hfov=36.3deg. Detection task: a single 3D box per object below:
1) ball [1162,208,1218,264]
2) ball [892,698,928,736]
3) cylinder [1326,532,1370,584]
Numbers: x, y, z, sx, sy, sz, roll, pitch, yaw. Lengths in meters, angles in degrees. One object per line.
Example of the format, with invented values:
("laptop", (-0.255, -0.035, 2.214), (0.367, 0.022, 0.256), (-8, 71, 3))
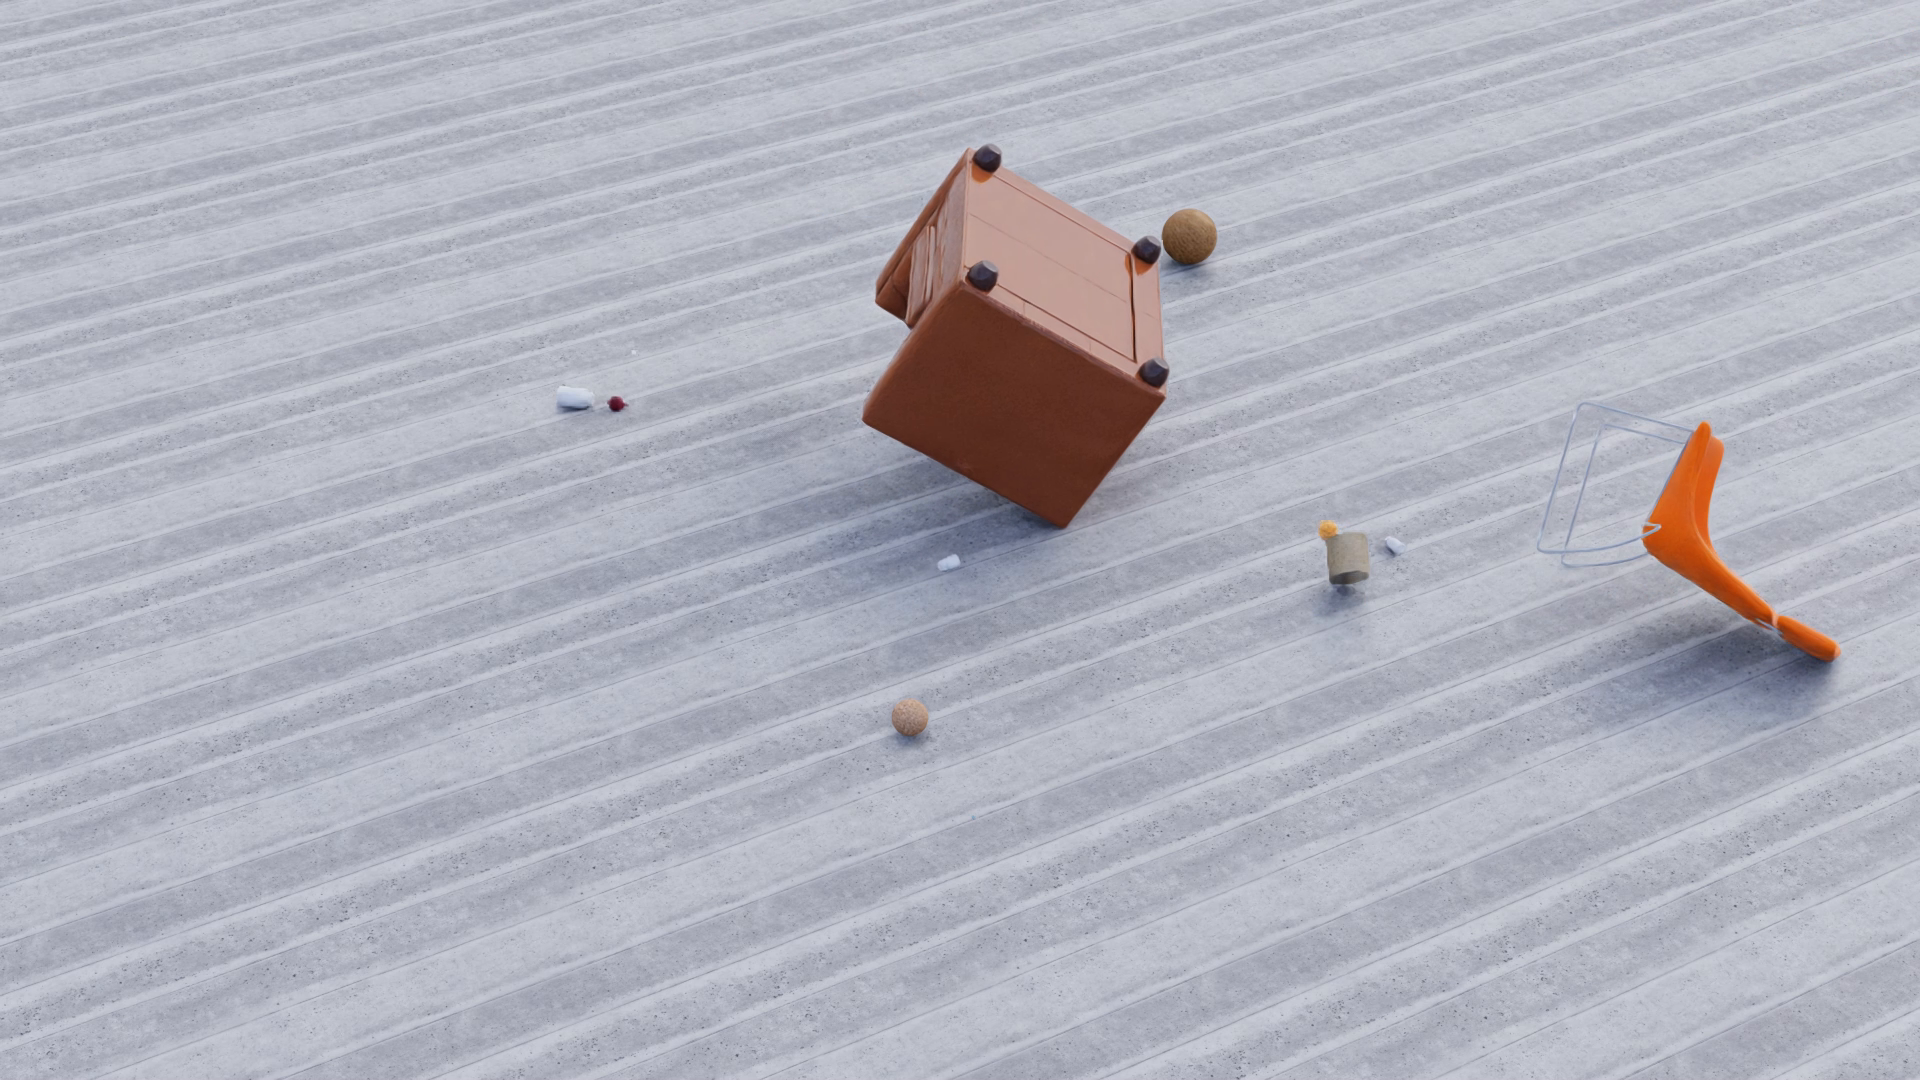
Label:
("ball", (0.996, -1.318, 12.724), (0.242, 0.242, 0.242), (0, 33, 0))
("ball", (-0.169, 0.600, 9.919), (0.126, 0.126, 0.126), (0, 33, 0))
("cylinder", (1.404, 0.067, 10.616), (0.143, 0.205, 0.144), (-2, 76, -6))
